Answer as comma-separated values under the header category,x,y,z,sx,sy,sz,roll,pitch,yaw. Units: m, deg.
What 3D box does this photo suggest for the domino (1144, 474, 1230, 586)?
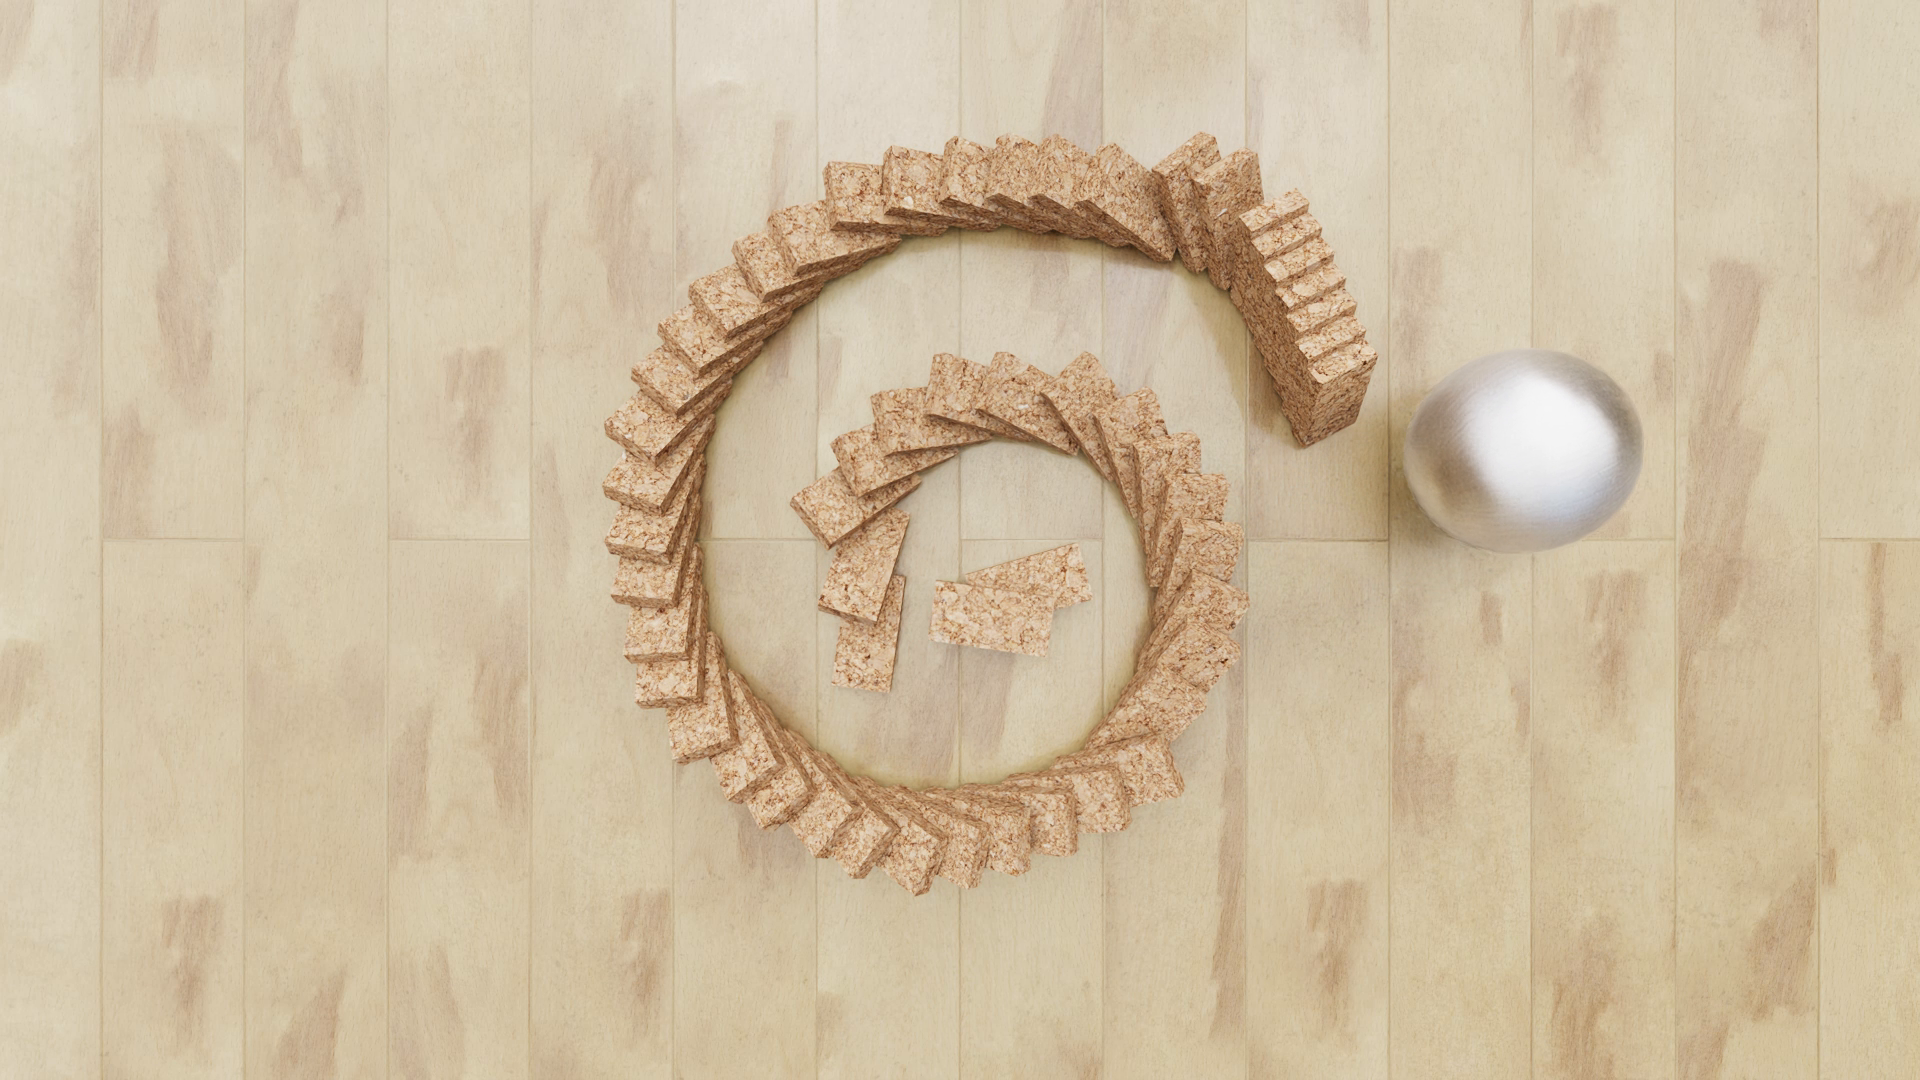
category,x,y,z,sx,sy,sz,roll,pitch,yaw
domino,0.094,-0.004,0.381,0.025,0.010,0.050,-1,124,-5

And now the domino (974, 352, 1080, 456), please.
category,x,y,z,sx,sy,sz,roll,pitch,yaw
domino,0.032,-0.056,0.383,0.050,0.009,0.025,22,90,-30

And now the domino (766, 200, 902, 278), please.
category,x,y,z,sx,sy,sz,roll,pitch,yaw
domino,-0.052,-0.129,0.382,0.050,0.009,0.025,-25,88,-29

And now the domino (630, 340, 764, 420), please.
category,x,y,z,sx,sy,sz,roll,pitch,yaw
domino,-0.109,-0.075,0.383,0.025,0.009,0.050,42,60,0

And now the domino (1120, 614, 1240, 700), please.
category,x,y,z,sx,sy,sz,roll,pitch,yaw
domino,0.091,0.056,0.382,0.025,0.010,0.050,31,121,-2

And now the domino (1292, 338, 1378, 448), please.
category,x,y,z,sx,sy,sz,roll,pitch,yaw
domino,0.153,-0.059,0.376,0.025,0.050,0.010,-27,63,0

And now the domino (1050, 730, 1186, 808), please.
category,x,y,z,sx,sy,sz,roll,pitch,yaw
domino,0.065,0.099,0.383,0.050,0.009,0.025,-22,93,29

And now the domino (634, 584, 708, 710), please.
category,x,y,z,sx,sy,sz,roll,pitch,yaw
domino,-0.120,0.044,0.384,0.025,0.009,0.050,-6,60,0

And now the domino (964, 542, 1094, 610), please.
category,x,y,z,sx,sy,sz,roll,pitch,yaw
domino,0.030,0.020,0.395,0.050,0.009,0.025,-16,90,0

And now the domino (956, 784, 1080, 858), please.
category,x,y,z,sx,sy,sz,roll,pitch,yaw
domino,0.024,0.117,0.384,0.050,0.009,0.025,-6,90,29

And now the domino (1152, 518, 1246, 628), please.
category,x,y,z,sx,sy,sz,roll,pitch,yaw
domino,0.098,0.015,0.382,0.025,0.010,0.050,5,124,-3

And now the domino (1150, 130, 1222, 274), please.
category,x,y,z,sx,sy,sz,roll,pitch,yaw
domino,0.099,-0.139,0.379,0.025,0.010,0.050,-37,134,-1

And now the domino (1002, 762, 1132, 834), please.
category,x,y,z,sx,sy,sz,roll,pitch,yaw
domino,0.044,0.110,0.384,0.050,0.010,0.025,-15,90,29

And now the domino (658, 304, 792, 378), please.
category,x,y,z,sx,sy,sz,roll,pitch,yaw
domino,-0.098,-0.091,0.383,0.025,0.010,0.050,48,60,1

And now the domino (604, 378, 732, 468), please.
category,x,y,z,sx,sy,sz,roll,pitch,yaw
domino,-0.121,-0.056,0.382,0.025,0.010,0.050,33,59,3

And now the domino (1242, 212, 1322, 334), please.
category,x,y,z,sx,sy,sz,roll,pitch,yaw
domino,0.131,-0.108,0.376,0.025,0.050,0.010,-27,63,0

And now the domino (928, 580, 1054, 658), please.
category,x,y,z,sx,sy,sz,roll,pitch,yaw
domino,0.013,0.033,0.386,0.050,0.009,0.025,8,90,0

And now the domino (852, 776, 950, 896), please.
category,x,y,z,sx,sy,sz,roll,pitch,yaw
domino,-0.029,0.122,0.381,0.050,0.010,0.025,26,96,35

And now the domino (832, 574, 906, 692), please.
category,x,y,z,sx,sy,sz,roll,pitch,yaw
domino,-0.039,0.039,0.395,0.025,0.010,0.050,8,90,0

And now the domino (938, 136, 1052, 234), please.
category,x,y,z,sx,sy,sz,roll,pitch,yaw
domino,0.017,-0.148,0.385,0.050,0.009,0.025,7,90,-26

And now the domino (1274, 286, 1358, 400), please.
category,x,y,z,sx,sy,sz,roll,pitch,yaw
domino,0.145,-0.079,0.376,0.025,0.050,0.009,-27,63,0

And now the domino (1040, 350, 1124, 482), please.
category,x,y,z,sx,sy,sz,roll,pitch,yaw
domino,0.058,-0.051,0.384,0.025,0.010,0.050,-41,118,0

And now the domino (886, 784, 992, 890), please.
category,x,y,z,sx,sy,sz,roll,pitch,yaw
domino,-0.012,0.122,0.381,0.050,0.009,0.025,12,94,37

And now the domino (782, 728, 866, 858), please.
category,x,y,z,sx,sy,sz,roll,pitch,yaw
domino,-0.064,0.105,0.382,0.050,0.009,0.025,39,92,34

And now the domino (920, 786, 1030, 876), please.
category,x,y,z,sx,sy,sz,roll,pitch,yaw
domino,0.006,0.120,0.381,0.050,0.009,0.025,1,92,38

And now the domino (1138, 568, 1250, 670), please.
category,x,y,z,sx,sy,sz,roll,pitch,yaw
domino,0.097,0.038,0.383,0.025,0.009,0.050,23,122,-1

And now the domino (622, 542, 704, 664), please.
category,x,y,z,sx,sy,sz,roll,pitch,yaw
domino,-0.123,0.026,0.383,0.025,0.009,0.050,-3,60,2

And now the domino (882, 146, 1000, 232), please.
category,x,y,z,sx,sy,sz,roll,pitch,yaw
domino,-0.007,-0.147,0.384,0.050,0.010,0.025,0,89,-27

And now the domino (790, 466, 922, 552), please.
category,x,y,z,sx,sy,sz,roll,pitch,yaw
domino,-0.043,-0.020,0.383,0.050,0.010,0.025,-37,85,-27

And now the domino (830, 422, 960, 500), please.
category,x,y,z,sx,sy,sz,roll,pitch,yaw
domino,-0.027,-0.038,0.382,0.050,0.009,0.025,-26,90,-35

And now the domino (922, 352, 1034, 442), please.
category,x,y,z,sx,sy,sz,roll,pitch,yaw
domino,0.010,-0.059,0.383,0.050,0.010,0.025,11,89,-31

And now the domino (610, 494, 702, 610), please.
category,x,y,z,sx,sy,sz,roll,pitch,yaw
domino,-0.126,0.003,0.384,0.025,0.010,0.050,5,61,0

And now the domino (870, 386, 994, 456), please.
category,x,y,z,sx,sy,sz,roll,pitch,yaw
domino,-0.011,-0.051,0.382,0.050,0.010,0.025,-11,89,-34

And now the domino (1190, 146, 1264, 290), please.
category,x,y,z,sx,sy,sz,roll,pitch,yaw
domino,0.113,-0.132,0.379,0.025,0.010,0.050,-32,133,-3

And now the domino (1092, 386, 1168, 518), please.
category,x,y,z,sx,sy,sz,roll,pitch,yaw
domino,0.075,-0.036,0.383,0.025,0.010,0.050,-25,121,0

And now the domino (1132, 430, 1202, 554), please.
category,x,y,z,sx,sy,sz,roll,pitch,yaw
domino,0.087,-0.019,0.381,0.025,0.010,0.050,-13,125,-1

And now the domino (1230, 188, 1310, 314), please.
category,x,y,z,sx,sy,sz,roll,pitch,yaw
domino,0.126,-0.117,0.375,0.025,0.050,0.010,-27,63,-1

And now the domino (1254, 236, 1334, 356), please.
category,x,y,z,sx,sy,sz,roll,pitch,yaw
domino,0.136,-0.098,0.376,0.025,0.050,0.009,-27,63,0

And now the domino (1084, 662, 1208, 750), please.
category,x,y,z,sx,sy,sz,roll,pitch,yaw
domino,0.077,0.076,0.384,0.025,0.009,0.050,35,119,0

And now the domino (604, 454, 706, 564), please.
category,x,y,z,sx,sy,sz,roll,pitch,yaw
domino,-0.126,-0.015,0.382,0.025,0.010,0.050,10,57,1

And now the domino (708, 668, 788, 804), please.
category,x,y,z,sx,sy,sz,roll,pitch,yaw
domino,-0.094,0.081,0.382,0.025,0.010,0.050,-38,57,1

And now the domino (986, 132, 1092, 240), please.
category,x,y,z,sx,sy,sz,roll,pitch,yaw
domino,0.036,-0.147,0.382,0.050,0.009,0.025,11,89,-33

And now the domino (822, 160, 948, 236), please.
category,x,y,z,sx,sy,sz,roll,pitch,yaw
domino,-0.031,-0.142,0.384,0.050,0.010,0.025,-7,87,-27

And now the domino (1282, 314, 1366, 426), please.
category,x,y,z,sx,sy,sz,roll,pitch,yaw
domino,0.148,-0.069,0.376,0.025,0.050,0.009,-27,63,0

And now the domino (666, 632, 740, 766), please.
category,x,y,z,sx,sy,sz,roll,pitch,yaw
domino,-0.109,0.066,0.383,0.025,0.010,0.050,-20,59,1

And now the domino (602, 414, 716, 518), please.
category,x,y,z,sx,sy,sz,roll,pitch,yaw
domino,-0.125,-0.035,0.382,0.025,0.010,0.050,19,58,1

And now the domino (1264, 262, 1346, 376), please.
category,x,y,z,sx,sy,sz,roll,pitch,yaw
domino,0.140,-0.089,0.376,0.025,0.050,0.009,-27,63,0

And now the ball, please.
category,x,y,z,sx,sy,sz,roll,pitch,yaw
ball,0.218,-0.034,0.360,0.080,0.080,0.080,0,90,0

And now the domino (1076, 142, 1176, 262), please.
category,x,y,z,sx,sy,sz,roll,pitch,yaw
domino,0.073,-0.140,0.383,0.050,0.009,0.025,23,90,-33

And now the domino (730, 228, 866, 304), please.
category,x,y,z,sx,sy,sz,roll,pitch,yaw
domino,-0.067,-0.120,0.384,0.050,0.009,0.025,-29,90,-29

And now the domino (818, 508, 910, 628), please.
category,x,y,z,sx,sy,sz,roll,pitch,yaw
domino,-0.040,0.009,0.386,0.025,0.010,0.050,16,69,0

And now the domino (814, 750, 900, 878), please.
category,x,y,z,sx,sy,sz,roll,pitch,yaw
domino,-0.050,0.114,0.382,0.050,0.009,0.025,36,90,34

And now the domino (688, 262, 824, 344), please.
category,x,y,z,sx,sy,sz,roll,pitch,yaw
domino,-0.085,-0.104,0.383,0.050,0.009,0.025,-37,87,-30

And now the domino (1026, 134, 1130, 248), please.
category,x,y,z,sx,sy,sz,roll,pitch,yaw
domino,0.053,-0.145,0.382,0.050,0.010,0.025,16,87,-33

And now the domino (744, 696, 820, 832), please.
category,x,y,z,sx,sy,sz,roll,pitch,yaw
domino,-0.082,0.093,0.382,0.025,0.010,0.050,-40,57,0
